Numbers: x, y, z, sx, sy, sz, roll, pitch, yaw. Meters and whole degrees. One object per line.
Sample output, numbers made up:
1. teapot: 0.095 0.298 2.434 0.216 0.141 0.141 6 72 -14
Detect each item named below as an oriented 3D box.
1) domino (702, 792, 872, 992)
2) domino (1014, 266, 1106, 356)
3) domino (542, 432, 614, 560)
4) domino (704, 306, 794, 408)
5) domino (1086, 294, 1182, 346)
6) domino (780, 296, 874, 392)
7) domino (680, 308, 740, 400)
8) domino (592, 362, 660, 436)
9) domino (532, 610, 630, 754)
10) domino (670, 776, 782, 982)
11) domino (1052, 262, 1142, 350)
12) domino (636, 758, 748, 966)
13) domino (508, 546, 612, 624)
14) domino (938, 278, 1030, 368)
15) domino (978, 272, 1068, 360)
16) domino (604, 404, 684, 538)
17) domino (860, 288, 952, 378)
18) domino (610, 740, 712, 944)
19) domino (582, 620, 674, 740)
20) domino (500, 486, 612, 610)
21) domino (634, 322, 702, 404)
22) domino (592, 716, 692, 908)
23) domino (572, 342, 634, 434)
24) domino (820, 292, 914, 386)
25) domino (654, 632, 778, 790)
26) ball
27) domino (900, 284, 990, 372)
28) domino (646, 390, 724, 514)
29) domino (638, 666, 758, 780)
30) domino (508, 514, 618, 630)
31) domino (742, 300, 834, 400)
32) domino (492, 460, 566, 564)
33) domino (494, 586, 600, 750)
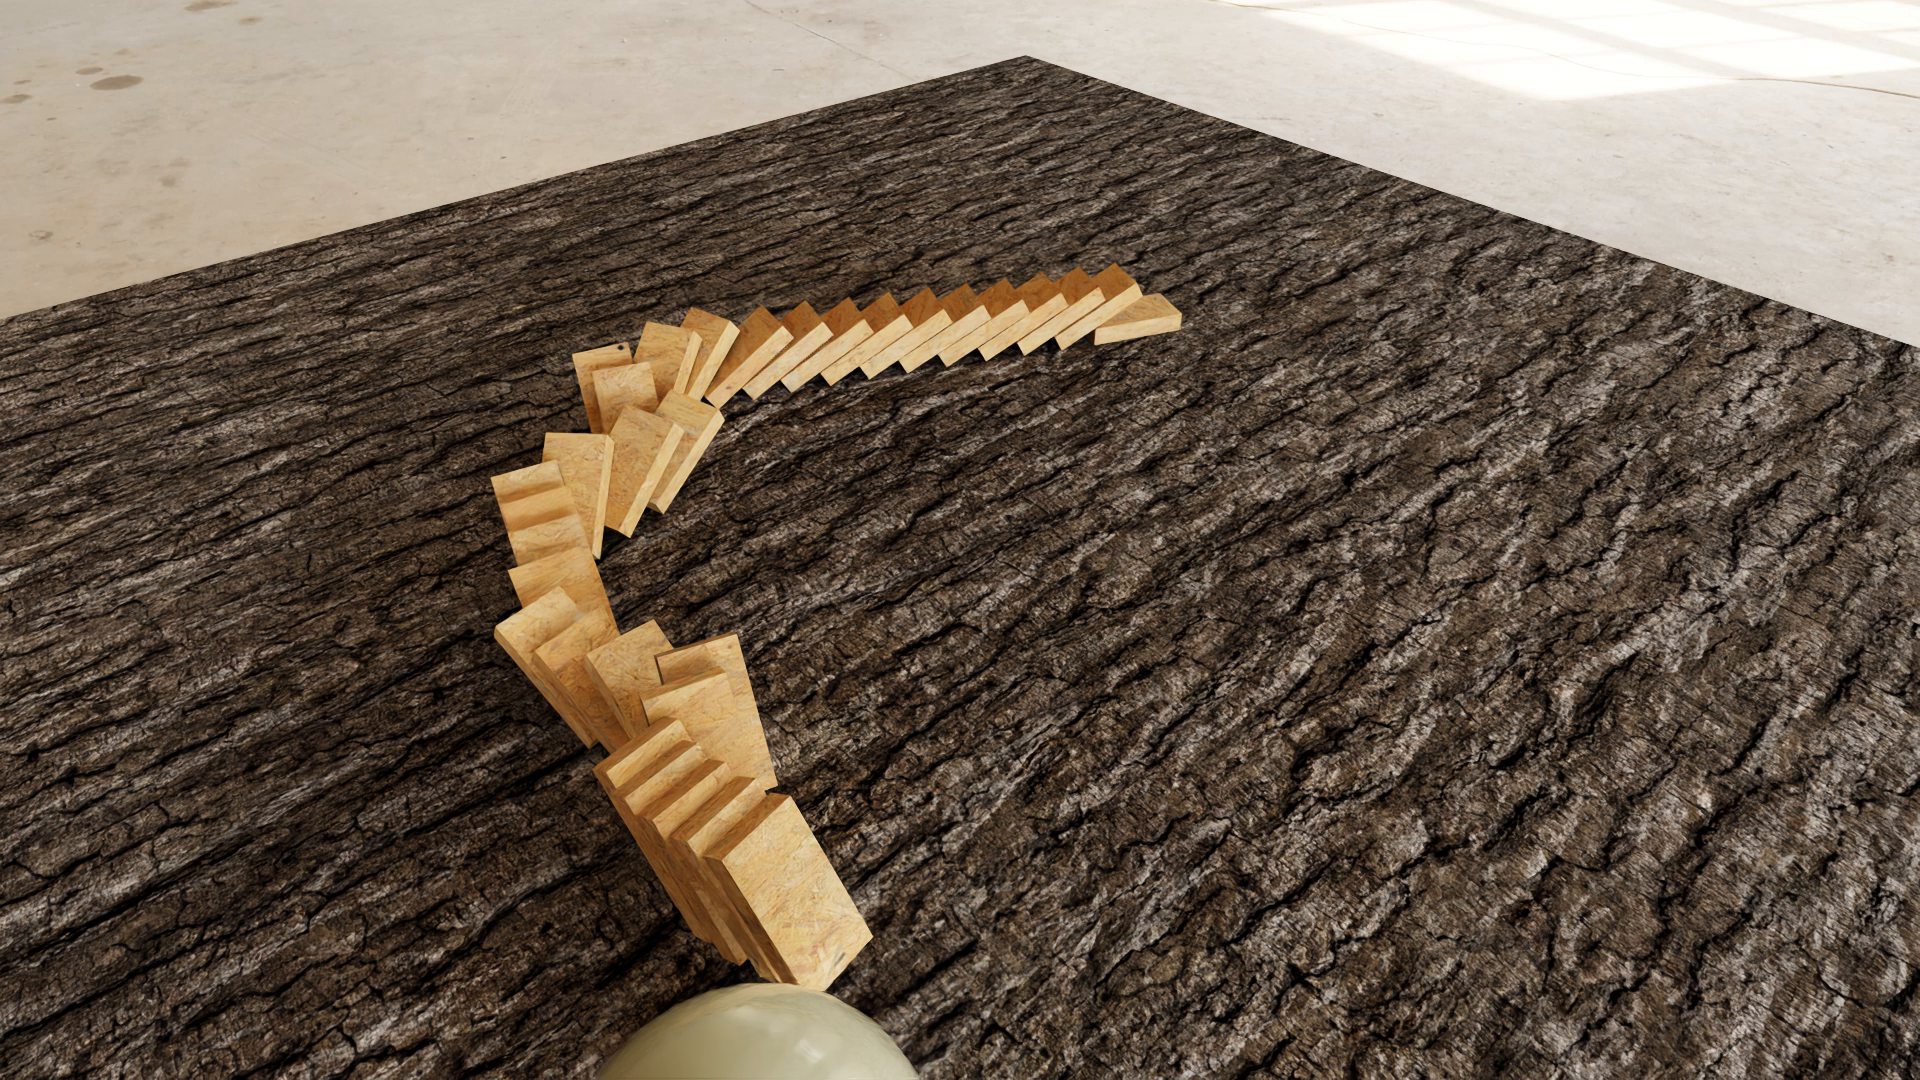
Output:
1. domino: -0.045 0.096 0.296 0.009 0.050 0.025 -6 26 46
2. domino: 0.048 -0.119 0.571 0.050 0.009 0.025 -34 43 4
3. domino: -0.156 -0.018 0.444 0.025 0.010 0.050 2 75 2
4. domino: -0.106 -0.089 0.532 0.050 0.009 0.025 -43 49 0
5. domino: 0.090 -0.118 0.588 0.050 0.010 0.025 -13 41 -15
6. domino: -0.069 -0.097 0.543 0.050 0.009 0.025 -35 44 3
7. domino: -0.129 -0.084 0.525 0.025 0.009 0.050 23 80 25
8. domino: -0.145 -0.052 0.486 0.025 0.009 0.050 -13 75 -13
9. domino: -0.114 0.050 0.363 0.050 0.010 0.025 48 53 4
10. domino: -0.055 0.092 0.300 0.010 0.050 0.025 -6 27 46
11. domino: 0.067 -0.122 0.576 0.050 0.009 0.025 -33 43 3
12. domino: -0.065 0.089 0.305 0.010 0.050 0.025 -5 26 49
13. domino: -0.137 0.030 0.387 0.025 0.009 0.050 -21 75 -24
14. domino: 0.008 -0.111 0.562 0.050 0.010 0.025 -32 43 5
15. domino: 0.028 -0.115 0.567 0.050 0.010 0.025 -33 43 4
16. domino: -0.138 -0.029 0.456 0.025 0.010 0.050 21 79 17
17. domino: -0.031 -0.104 0.552 0.050 0.009 0.025 -33 43 5
18. domino: -0.074 0.085 0.310 0.010 0.050 0.025 -5 25 49
19. domino: -0.098 0.053 0.358 0.025 0.009 0.050 -30 80 -36
20. domino: -0.152 0.007 0.415 0.025 0.010 0.050 -19 75 -19
21. domino: -0.141 -0.075 0.513 0.025 0.009 0.050 13 78 15
22. domino: -0.081 0.079 0.317 0.009 0.050 0.025 -5 26 49
23. domino: -0.157 -0.063 0.498 0.025 0.009 0.050 -15 75 -11
24. domino: -0.050 -0.100 0.548 0.050 0.009 0.025 -34 43 4
25. domino: -0.077 0.057 0.345 0.025 0.050 0.009 -16 6 -21
26. ball: -0.043 0.133 0.225 0.080 0.080 0.080 0 39 0
27. domino: -0.011 -0.108 0.557 0.050 0.010 0.025 -33 43 4
28. domino: -0.126 -0.038 0.471 0.025 0.010 0.050 23 70 15
29. domino: -0.077 0.066 0.332 0.025 0.050 0.010 -18 14 -21
30. domino: -0.144 0.018 0.402 0.025 0.009 0.050 -19 75 -20
31. domino: -0.088 -0.093 0.538 0.050 0.009 0.025 -39 46 2
32. domino: -0.162 -0.004 0.428 0.025 0.010 0.050 -18 75 -16
33. domino: -0.130 0.043 0.371 0.050 0.009 0.025 48 54 4
